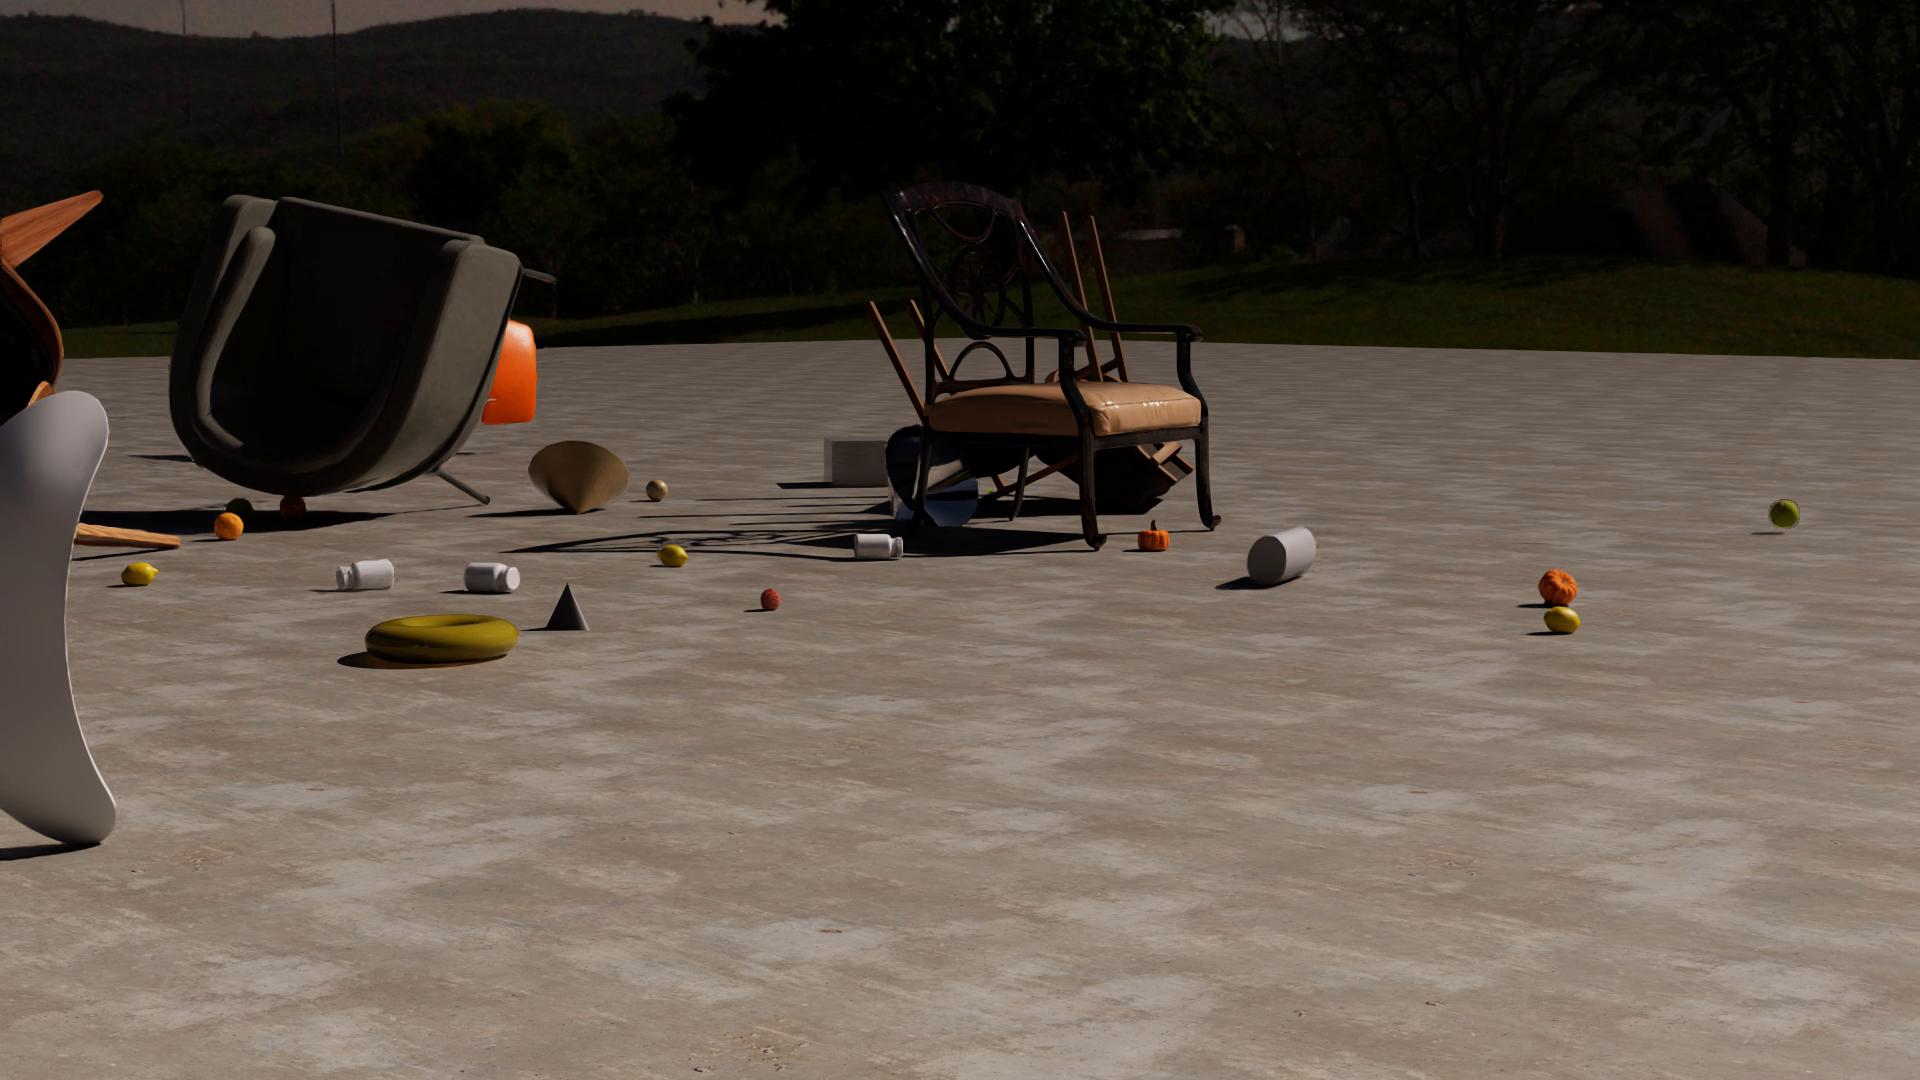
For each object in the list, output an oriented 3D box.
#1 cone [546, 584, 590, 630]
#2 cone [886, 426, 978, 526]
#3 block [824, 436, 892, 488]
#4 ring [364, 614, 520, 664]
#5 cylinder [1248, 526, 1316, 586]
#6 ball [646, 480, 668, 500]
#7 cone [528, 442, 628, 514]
[{"bbox_3d":[-0.734,0.123,4.800,0.094,0.087,0.052,3,6,24],"label":"cone"},{"bbox_3d":[-0.126,-0.113,6.877,0.267,0.312,0.234,-10,-23,-35],"label":"cone"},{"bbox_3d":[-0.257,-0.250,8.138,0.326,0.144,0.223,-1,6,-9],"label":"block"},{"bbox_3d":[-0.898,0.171,4.450,0.257,0.063,0.272,3,6,33],"label":"ring"},{"bbox_3d":[0.697,0.035,5.542,0.085,0.109,0.219,15,11,22],"label":"cylinder"},{"bbox_3d":[-0.889,-0.147,7.521,0.064,0.064,0.064,0,6,0],"label":"ball"},{"bbox_3d":[-1.062,-0.126,7.134,0.263,0.150,0.289,-29,-46,24],"label":"cone"}]
